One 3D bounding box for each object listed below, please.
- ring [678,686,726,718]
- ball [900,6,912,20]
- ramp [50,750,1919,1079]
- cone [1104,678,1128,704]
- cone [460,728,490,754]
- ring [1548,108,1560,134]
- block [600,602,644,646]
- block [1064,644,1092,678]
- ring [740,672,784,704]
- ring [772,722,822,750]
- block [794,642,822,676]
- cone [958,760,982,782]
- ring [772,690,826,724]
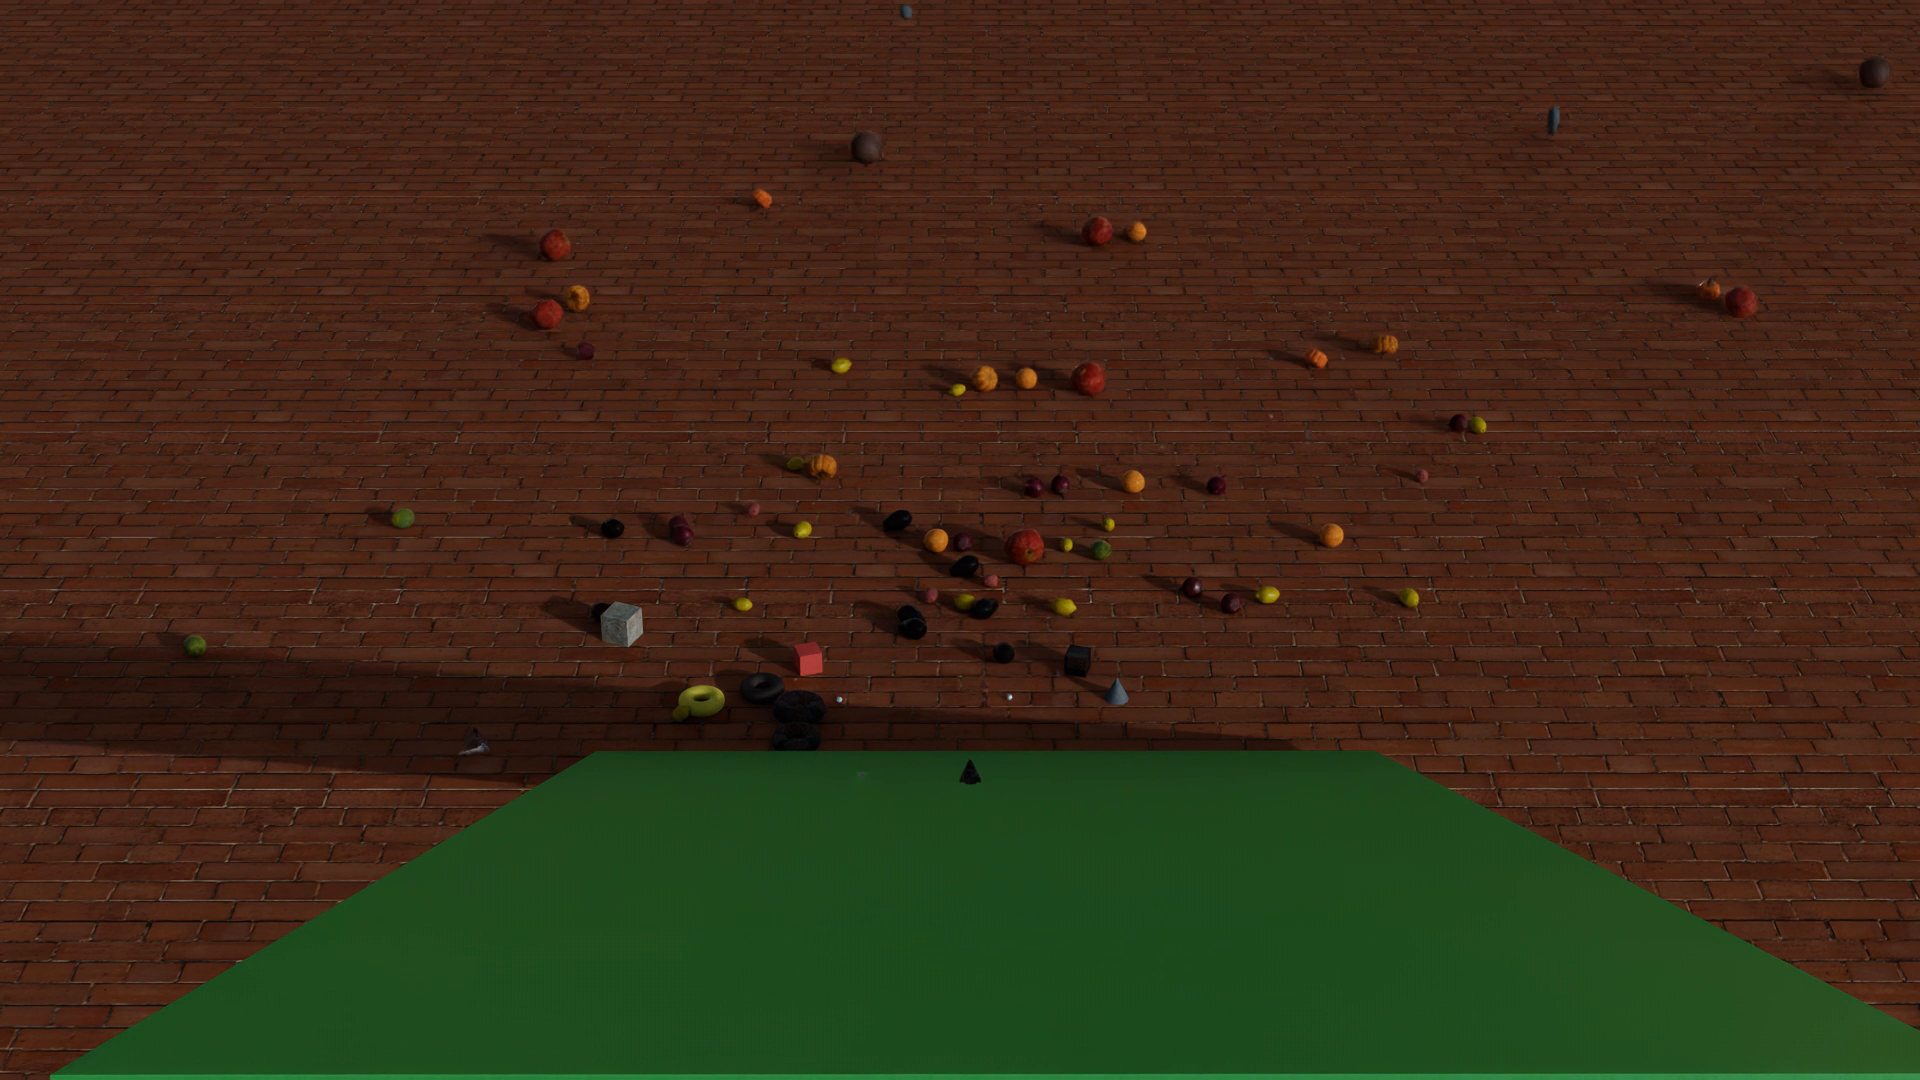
[{"bbox_3d":[-0.696,0.434,6.971,0.127,0.042,0.127,0,28,0],"label":"ring"},{"bbox_3d":[-0.250,-2.447,11.994,0.062,0.062,0.062,0,30,0],"label":"ball"},{"bbox_3d":[0.067,0.594,4.650,2.000,0.100,4.000,0,0,0],"label":"ramp"},{"bbox_3d":[0.424,0.400,7.004,0.067,0.067,0.067,0,30,0],"label":"cone"},{"bbox_3d":[-1.286,0.543,6.790,0.072,0.072,0.072,-33,35,-2],"label":"cone"},{"bbox_3d":[2.452,-1.732,10.692,0.038,0.114,0.114,5,30,6],"label":"ring"},{"bbox_3d":[-0.951,0.237,7.274,0.084,0.084,0.084,12,32,20],"label":"block"},{"bbox_3d":[0.324,0.333,7.129,0.060,0.060,0.060,8,31,15],"label":"block"},{"bbox_3d":[-0.537,0.402,7.029,0.121,0.040,0.121,0,31,0],"label":"ring"},{"bbox_3d":[-0.431,0.524,6.812,0.131,0.044,0.131,-1,30,1],"label":"ring"},{"bbox_3d":[-0.419,0.328,7.136,0.062,0.062,0.062,-10,31,-16],"label":"block"},{"bbox_3d":[0.023,0.516,5.808,0.053,0.053,0.053,0,0,0],"label":"cone"},{"bbox_3d":[-0.432,0.451,6.936,0.143,0.048,0.143,1,29,0],"label":"ring"}]
